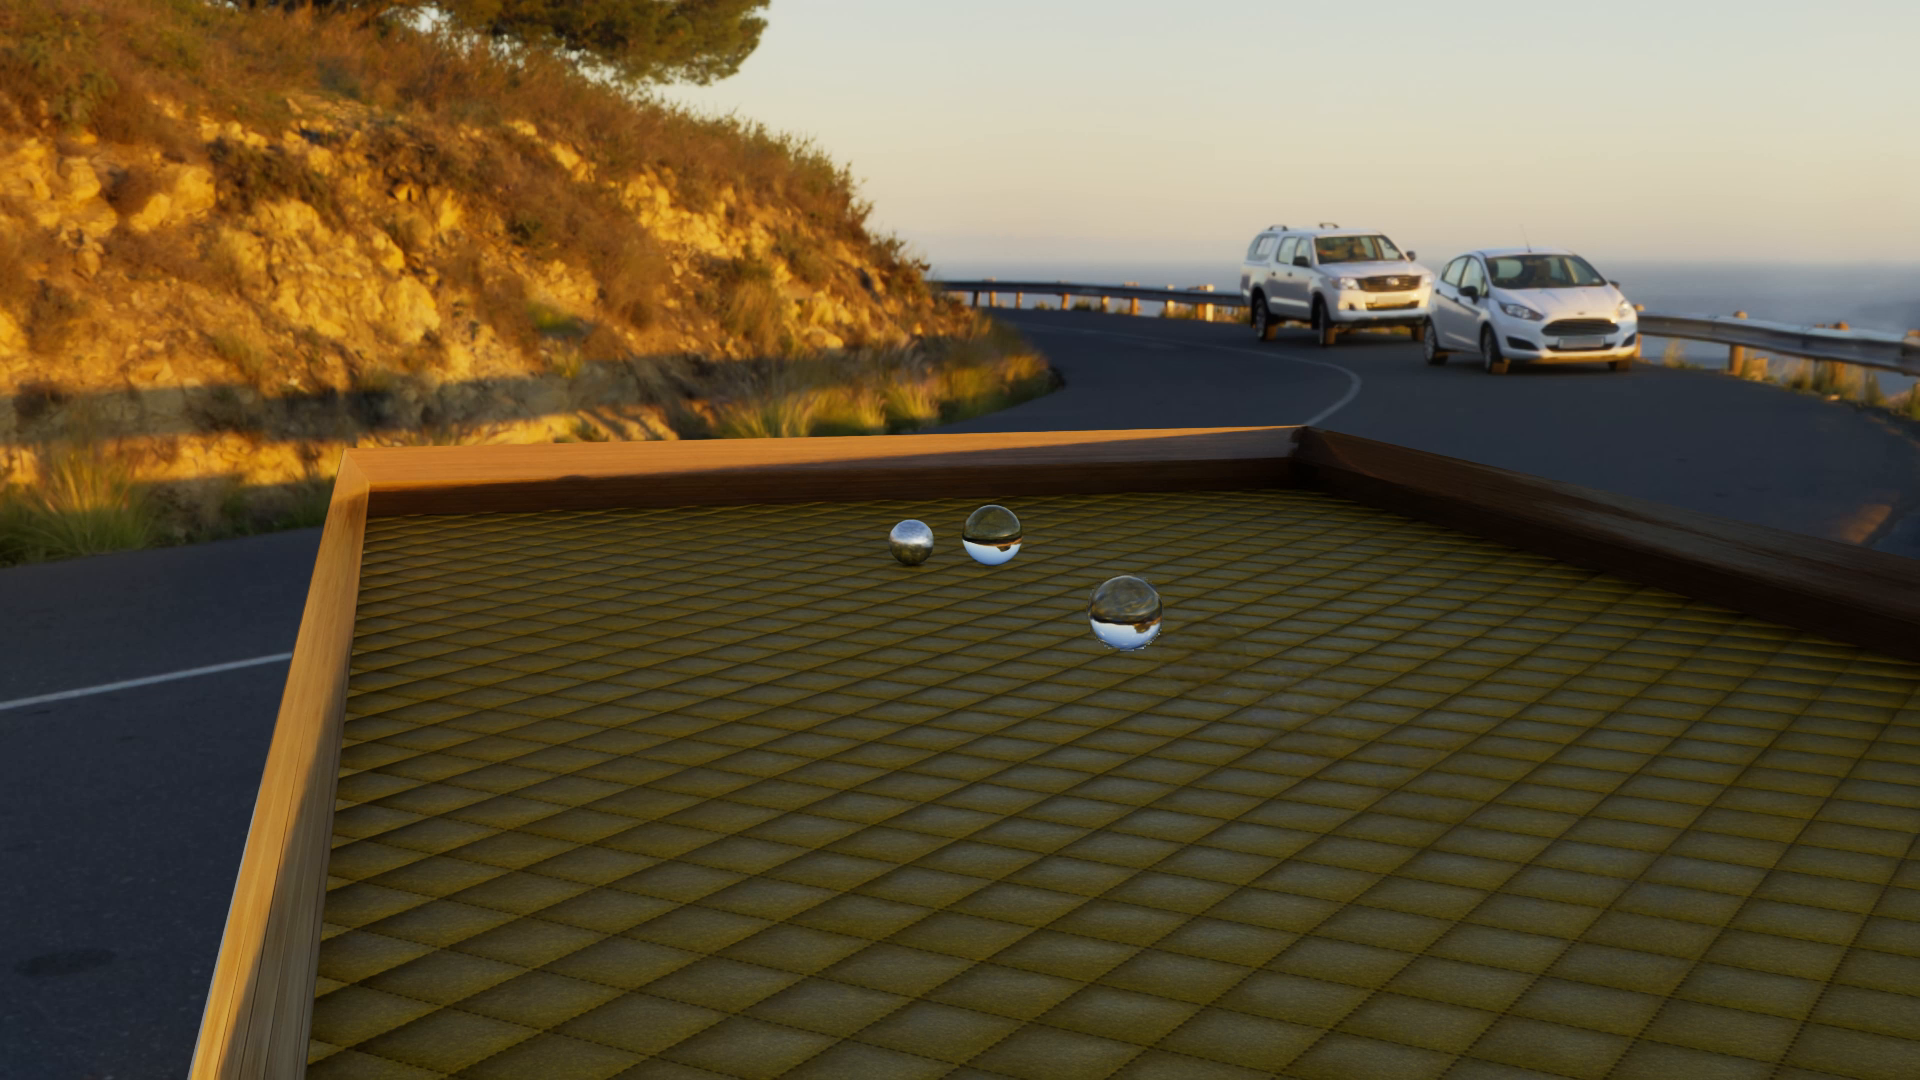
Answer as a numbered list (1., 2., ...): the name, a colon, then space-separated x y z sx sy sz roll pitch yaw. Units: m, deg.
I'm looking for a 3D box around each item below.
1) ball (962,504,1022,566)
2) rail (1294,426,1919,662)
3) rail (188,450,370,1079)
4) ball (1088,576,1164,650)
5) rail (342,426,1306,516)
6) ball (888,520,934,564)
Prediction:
1. ball: 0.050 -0.007 3.419 0.095 0.095 0.095 0 8 0
2. rail: 1.096 0.064 2.812 0.045 0.123 3.401 -2 8 -14
3. rail: -0.679 0.127 2.367 0.045 0.123 3.401 -2 8 -14
4. ball: 0.207 0.091 2.739 0.093 0.093 0.093 0 8 0
5. rail: -0.203 -0.134 4.199 1.877 0.123 0.045 -2 8 -14
6. ball: -0.076 0.003 3.427 0.071 0.071 0.071 0 8 0
